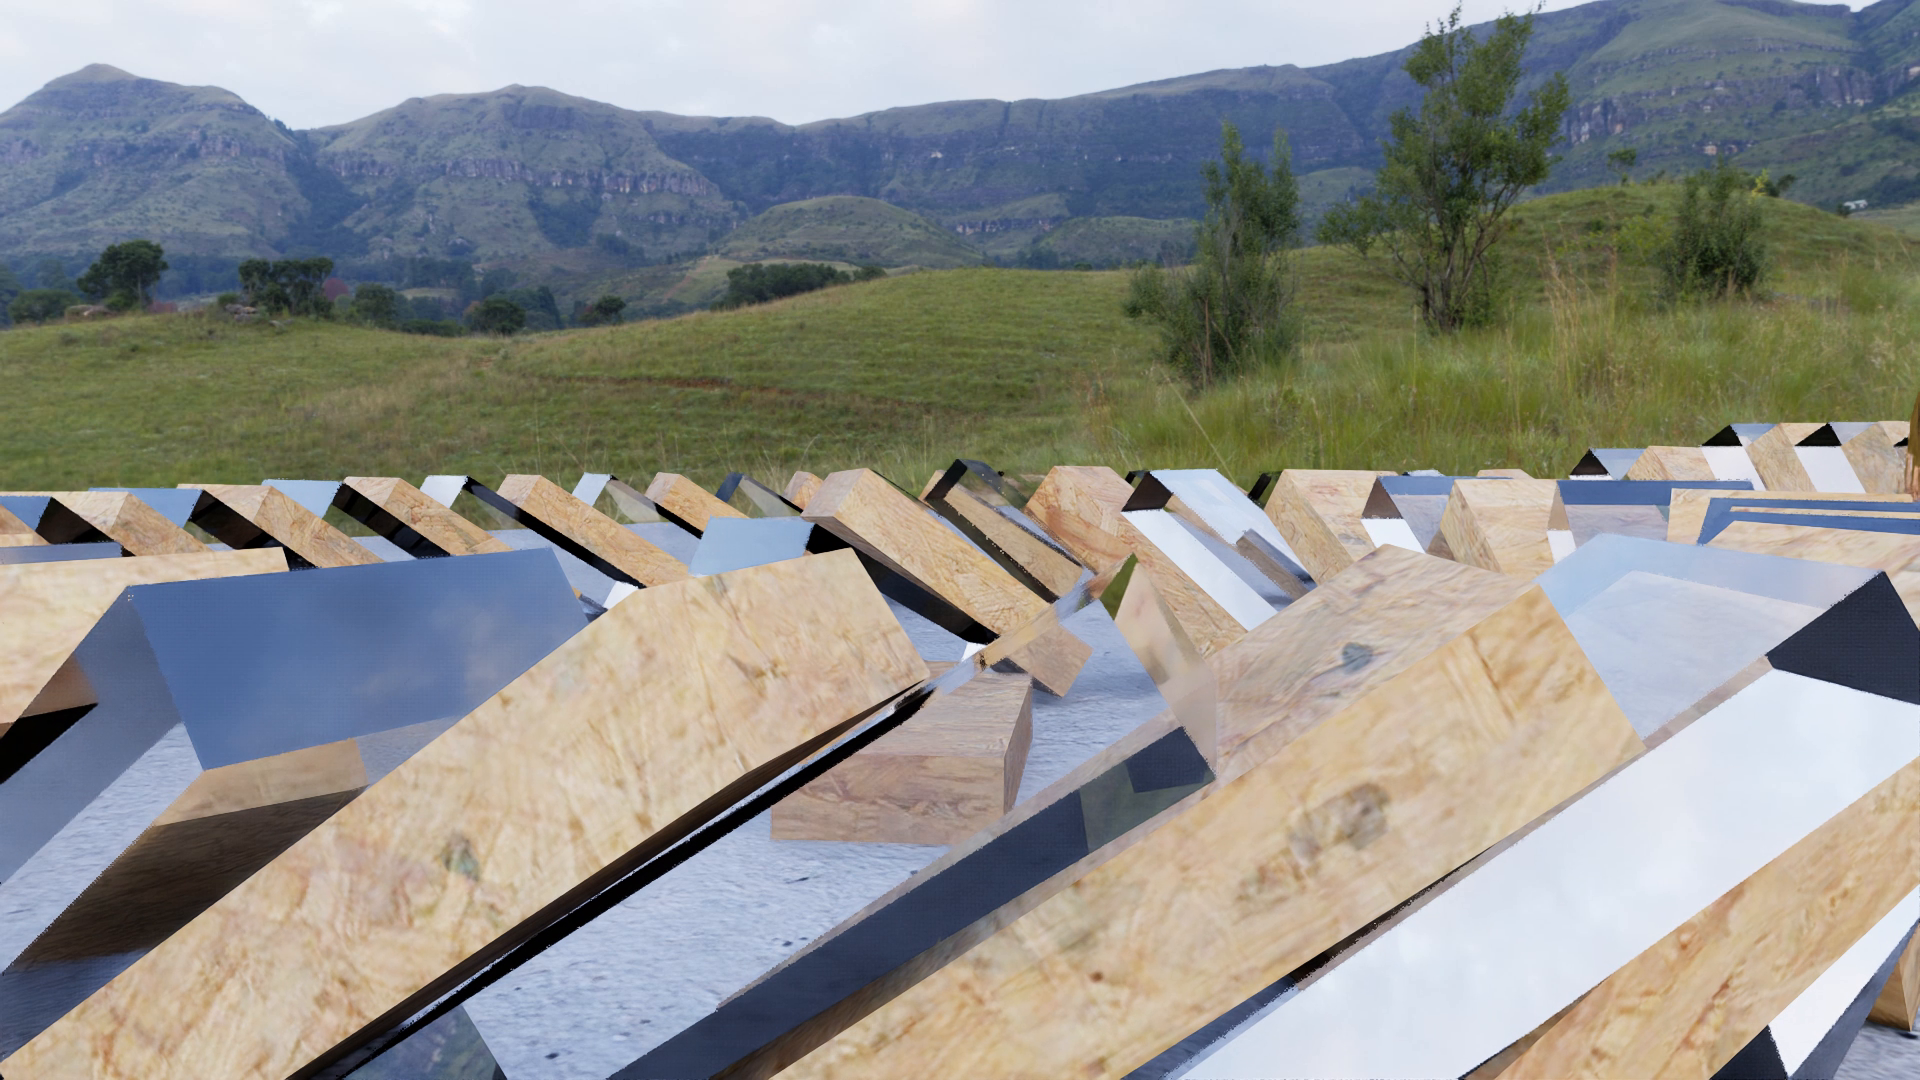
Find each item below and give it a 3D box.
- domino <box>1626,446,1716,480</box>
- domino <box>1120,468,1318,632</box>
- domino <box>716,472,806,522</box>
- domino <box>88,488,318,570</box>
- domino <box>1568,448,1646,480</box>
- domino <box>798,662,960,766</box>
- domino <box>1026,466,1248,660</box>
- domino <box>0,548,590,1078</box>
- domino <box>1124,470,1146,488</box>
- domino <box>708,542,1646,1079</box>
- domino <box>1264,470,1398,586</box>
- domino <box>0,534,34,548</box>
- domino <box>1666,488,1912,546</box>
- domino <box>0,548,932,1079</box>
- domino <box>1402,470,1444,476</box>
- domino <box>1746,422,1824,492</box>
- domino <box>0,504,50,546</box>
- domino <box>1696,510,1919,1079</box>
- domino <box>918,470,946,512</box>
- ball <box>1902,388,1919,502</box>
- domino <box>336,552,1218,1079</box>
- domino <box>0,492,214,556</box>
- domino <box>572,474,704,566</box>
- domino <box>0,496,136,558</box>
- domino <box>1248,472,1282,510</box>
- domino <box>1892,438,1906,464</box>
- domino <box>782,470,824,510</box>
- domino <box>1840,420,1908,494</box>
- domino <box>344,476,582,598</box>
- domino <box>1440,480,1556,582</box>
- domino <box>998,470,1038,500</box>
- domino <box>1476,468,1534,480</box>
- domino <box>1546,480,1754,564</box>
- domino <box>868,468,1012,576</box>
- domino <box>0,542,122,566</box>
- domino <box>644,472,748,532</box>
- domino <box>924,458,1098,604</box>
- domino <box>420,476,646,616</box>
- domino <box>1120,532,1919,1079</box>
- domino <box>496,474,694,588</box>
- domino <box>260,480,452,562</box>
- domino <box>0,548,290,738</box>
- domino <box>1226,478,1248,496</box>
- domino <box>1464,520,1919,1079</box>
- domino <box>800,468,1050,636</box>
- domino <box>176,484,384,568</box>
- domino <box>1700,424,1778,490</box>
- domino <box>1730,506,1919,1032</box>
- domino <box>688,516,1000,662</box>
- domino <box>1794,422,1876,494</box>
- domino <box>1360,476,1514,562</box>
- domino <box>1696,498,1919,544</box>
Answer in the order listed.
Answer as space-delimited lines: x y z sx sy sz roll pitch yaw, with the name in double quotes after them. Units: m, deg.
0.183 -0.001 0.302 0.025 0.010 0.050 1 47 -17 "domino"
0.055 0.007 0.229 0.025 0.010 0.050 -5 44 -51 "domino"
-0.042 -0.001 0.349 0.050 0.010 0.025 33 -7 -18 "domino"
-0.130 0.008 0.233 0.025 0.010 0.050 1 -28 18 "domino"
0.175 -0.002 0.313 0.025 0.010 0.050 -2 48 -19 "domino"
-0.003 0.025 0.170 0.025 0.010 0.050 1 4 7 "domino"
0.038 0.006 0.236 0.050 0.010 0.025 43 22 21 "domino"
-0.047 0.019 0.079 0.050 0.010 0.025 -37 -14 27 "domino"
0.068 -0.002 0.363 0.050 0.010 0.025 35 13 12 "domino"
0.010 0.019 0.075 0.050 0.010 0.025 -34 2 4 "domino"
0.076 0.007 0.220 0.025 0.009 0.050 0 41 -22 "domino"
-0.094 0.017 0.111 0.025 0.010 0.050 -3 -28 -34 "domino"
0.093 0.013 0.145 0.025 0.010 0.050 3 40 31 "domino"
-0.028 0.019 0.076 0.050 0.009 0.025 -35 -7 17 "domino"
0.139 0.000 0.336 0.050 0.009 0.025 41 27 28 "domino"
0.194 -0.002 0.276 0.025 0.050 0.010 -1 -29 -17 "domino"
-0.131 0.011 0.177 0.025 0.009 0.050 -1 -29 -1 "domino"
0.061 0.017 0.099 0.050 0.009 0.025 -41 23 -23 "domino"
0.012 -0.003 0.368 0.050 0.009 0.025 33 5 0 "domino"
0.154 -0.008 0.142 0.080 0.080 0.080 0 4 0 "ball"
-0.009 0.019 0.074 0.050 0.009 0.025 -34 -3 12 "domino"
-0.133 0.009 0.215 0.025 0.009 0.050 1 -29 13 "domino"
-0.074 0.000 0.329 0.050 0.009 0.025 35 -14 -28 "domino"
-0.134 0.010 0.196 0.025 0.010 0.050 0 -29 7 "domino"
0.104 -0.001 0.352 0.050 0.010 0.025 37 19 20 "domino"
0.202 0.001 0.243 0.025 0.050 0.010 -1 -29 -17 "domino"
-0.025 -0.002 0.356 0.050 0.010 0.025 33 -5 -15 "domino"
0.199 0.000 0.254 0.025 0.050 0.010 -1 -29 -17 "domino"
-0.113 0.003 0.288 0.025 0.009 0.050 3 -28 41 "domino"
0.090 0.010 0.185 0.025 0.010 0.050 0 40 -2 "domino"
0.031 -0.003 0.368 0.050 0.010 0.025 33 8 5 "domino"
0.155 0.000 0.326 0.025 0.010 0.050 -4 40 -44 "domino"
0.094 0.011 0.166 0.025 0.010 0.050 1 41 12 "domino"
-0.007 -0.002 0.363 0.050 0.010 0.025 33 -1 -9 "domino"
-0.081 0.017 0.098 0.025 0.010 0.050 -4 -28 -40 "domino"
-0.058 0.000 0.339 0.050 0.009 0.025 34 -11 -24 "domino"
0.018 0.005 0.236 0.050 0.009 0.025 41 9 7 "domino"
-0.102 0.002 0.303 0.025 0.009 0.050 4 -27 48 "domino"
0.028 0.019 0.078 0.050 0.010 0.025 -35 7 -1 "domino"
-0.089 0.001 0.316 0.050 0.010 0.025 36 -18 -32 "domino"
-0.120 0.005 0.269 0.025 0.010 0.050 2 -28 30 "domino"
-0.065 0.018 0.087 0.025 0.009 0.050 -6 -27 -48 "domino"
0.087 -0.002 0.359 0.050 0.009 0.025 36 16 16 "domino"
0.046 0.018 0.085 0.050 0.010 0.025 -36 12 -9 "domino"
-0.002 0.007 0.222 0.050 0.009 0.025 37 -11 -16 "domino"
-0.126 0.006 0.252 0.025 0.009 0.050 2 -28 24 "domino"
0.189 -0.002 0.286 0.025 0.050 0.010 -1 -29 -18 "domino"
0.074 0.016 0.113 0.025 0.009 0.050 5 41 49 "domino"
-0.015 0.012 0.202 0.025 0.009 0.050 4 -22 44 "domino"
0.197 -0.001 0.265 0.025 0.050 0.009 -1 -29 -17 "domino"
0.085 0.009 0.203 0.025 0.010 0.050 0 40 -10 "domino"
0.085 0.015 0.128 0.025 0.009 0.050 4 40 40 "domino"
